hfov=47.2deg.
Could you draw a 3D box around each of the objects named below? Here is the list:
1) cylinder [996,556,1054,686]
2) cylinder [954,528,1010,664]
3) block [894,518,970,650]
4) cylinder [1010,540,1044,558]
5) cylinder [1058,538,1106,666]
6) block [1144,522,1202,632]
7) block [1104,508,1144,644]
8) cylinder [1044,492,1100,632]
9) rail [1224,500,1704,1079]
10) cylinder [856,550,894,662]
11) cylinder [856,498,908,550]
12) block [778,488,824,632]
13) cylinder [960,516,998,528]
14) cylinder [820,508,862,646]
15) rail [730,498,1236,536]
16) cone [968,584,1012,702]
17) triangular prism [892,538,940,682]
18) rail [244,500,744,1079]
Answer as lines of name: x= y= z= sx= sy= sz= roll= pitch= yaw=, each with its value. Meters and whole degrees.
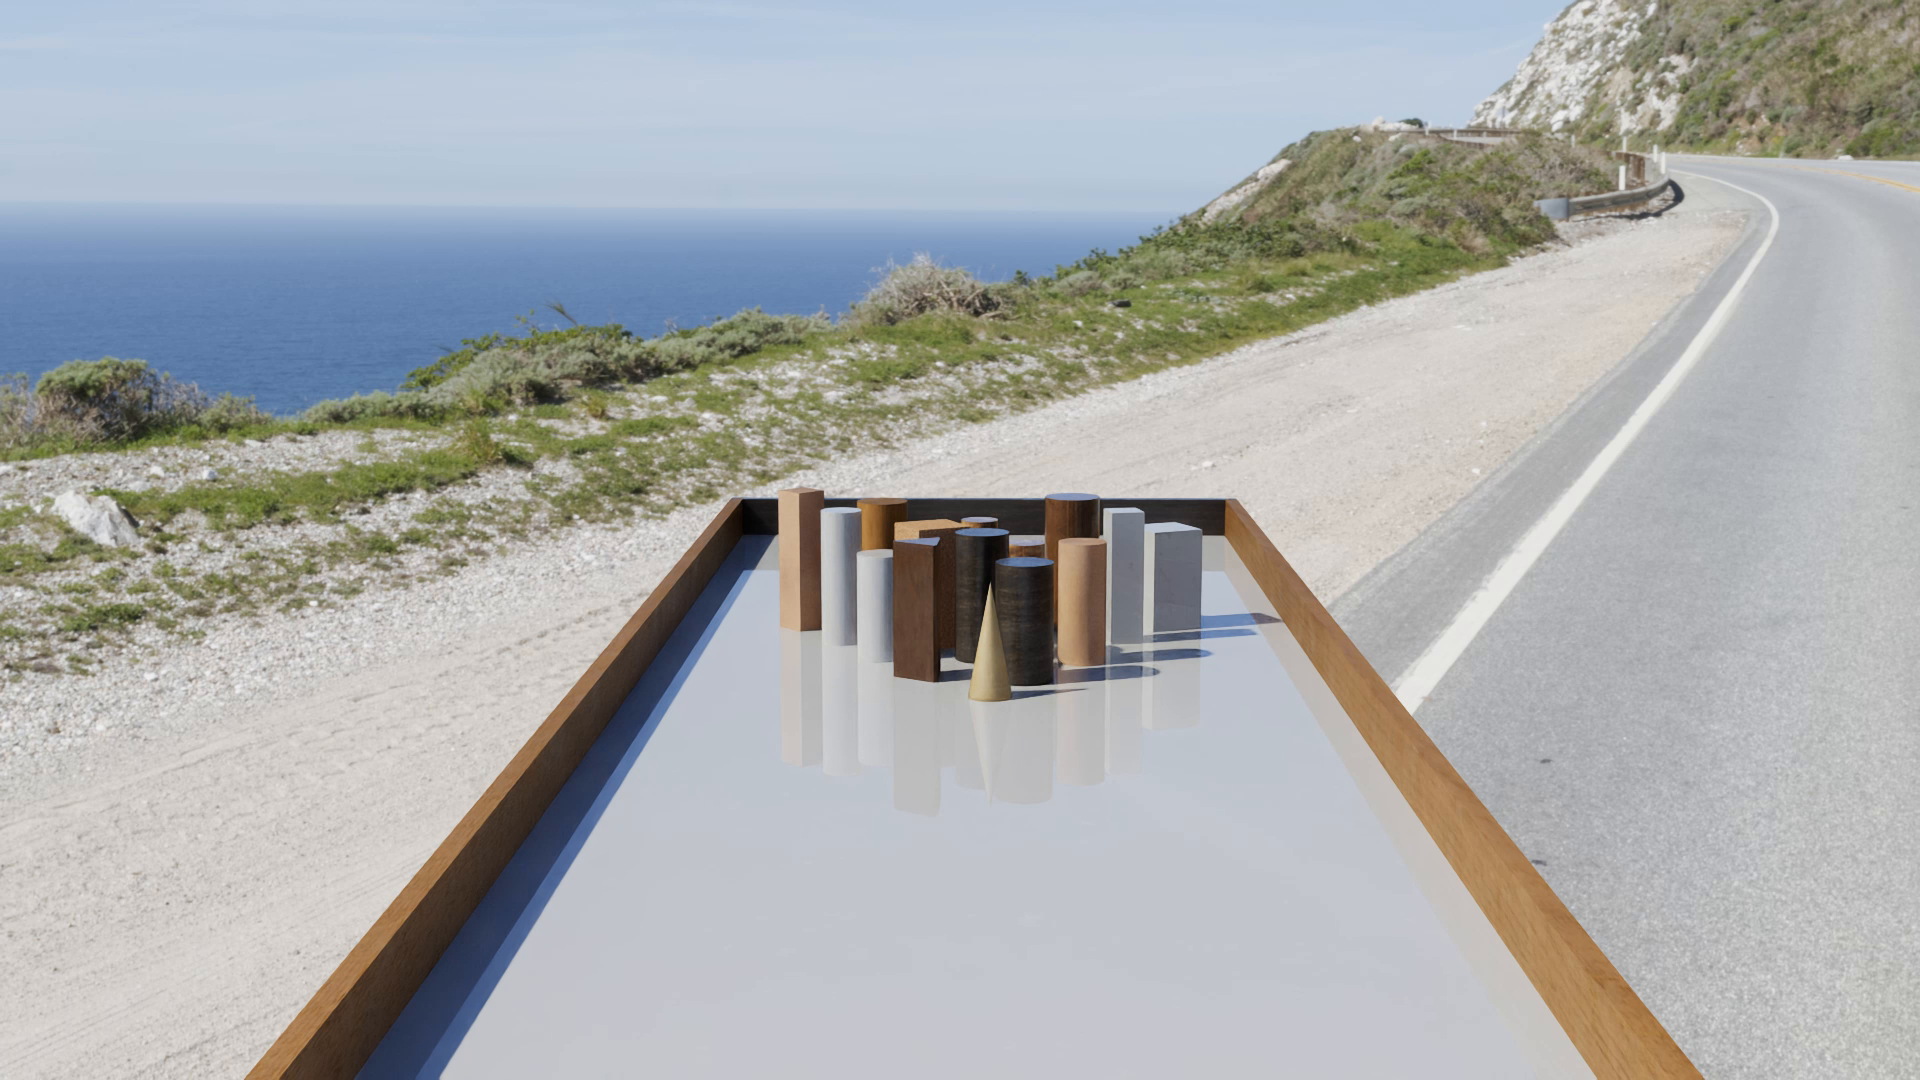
cylinder: x=0.188 y=0.236 z=6.400 sx=0.171 sy=0.350 sz=0.171 roll=0 pitch=9 yaw=0
cylinder: x=0.067 y=0.169 z=6.694 sx=0.165 sy=0.391 sz=0.165 roll=0 pitch=9 yaw=0
block: x=-0.086 y=0.139 z=6.914 sx=0.178 sy=0.381 sz=0.178 roll=-4 pitch=10 yaw=-26
cylinder: x=0.205 y=0.166 z=6.936 sx=0.125 sy=0.320 sz=0.125 roll=0 pitch=9 yaw=0
cylinder: x=0.369 y=0.187 z=6.652 sx=0.147 sy=0.369 sz=0.147 roll=0 pitch=9 yaw=0
block: x=0.670 y=0.120 z=7.211 sx=0.177 sy=0.326 sz=0.177 roll=-4 pitch=10 yaw=-24
block: x=0.516 y=0.114 z=6.954 sx=0.105 sy=0.419 sz=0.105 roll=-2 pitch=9 yaw=-11
cylinder: x=0.365 y=0.073 z=7.165 sx=0.178 sy=0.433 sz=0.178 roll=0 pitch=9 yaw=0
rail: x=1.046 y=0.843 z=3.208 sx=0.050 sy=0.150 sz=12.000 roll=0 pitch=9 yaw=1
cylinder: x=-0.237 y=0.200 z=6.714 sx=0.154 sy=0.323 sz=0.154 roll=0 pitch=9 yaw=0
cylinder: x=-0.253 y=0.080 z=7.174 sx=0.165 sy=0.417 sz=0.165 roll=0 pitch=9 yaw=0
block: x=-0.515 y=0.062 z=7.169 sx=0.105 sy=0.453 sz=0.105 roll=-8 pitch=12 yaw=-43
cylinder: x=0.064 y=0.108 z=7.199 sx=0.121 sy=0.353 sz=0.121 roll=0 pitch=9 yaw=0
cylinder: x=-0.373 y=0.115 z=6.936 sx=0.129 sy=0.422 sz=0.129 roll=0 pitch=9 yaw=0
rail: x=0.099 y=-0.098 z=9.147 sx=2.100 sy=0.150 sz=0.050 roll=0 pitch=9 yaw=1
cone: x=0.085 y=0.280 z=6.186 sx=0.128 sy=0.331 sz=0.128 roll=0 pitch=9 yaw=0
triangular prism: x=-0.097 y=0.200 z=6.457 sx=0.151 sy=0.404 sz=0.131 roll=6 pitch=11 yaw=34
rail: x=-1.004 y=0.839 z=3.234 sx=0.050 sy=0.150 sz=12.000 roll=0 pitch=9 yaw=1
